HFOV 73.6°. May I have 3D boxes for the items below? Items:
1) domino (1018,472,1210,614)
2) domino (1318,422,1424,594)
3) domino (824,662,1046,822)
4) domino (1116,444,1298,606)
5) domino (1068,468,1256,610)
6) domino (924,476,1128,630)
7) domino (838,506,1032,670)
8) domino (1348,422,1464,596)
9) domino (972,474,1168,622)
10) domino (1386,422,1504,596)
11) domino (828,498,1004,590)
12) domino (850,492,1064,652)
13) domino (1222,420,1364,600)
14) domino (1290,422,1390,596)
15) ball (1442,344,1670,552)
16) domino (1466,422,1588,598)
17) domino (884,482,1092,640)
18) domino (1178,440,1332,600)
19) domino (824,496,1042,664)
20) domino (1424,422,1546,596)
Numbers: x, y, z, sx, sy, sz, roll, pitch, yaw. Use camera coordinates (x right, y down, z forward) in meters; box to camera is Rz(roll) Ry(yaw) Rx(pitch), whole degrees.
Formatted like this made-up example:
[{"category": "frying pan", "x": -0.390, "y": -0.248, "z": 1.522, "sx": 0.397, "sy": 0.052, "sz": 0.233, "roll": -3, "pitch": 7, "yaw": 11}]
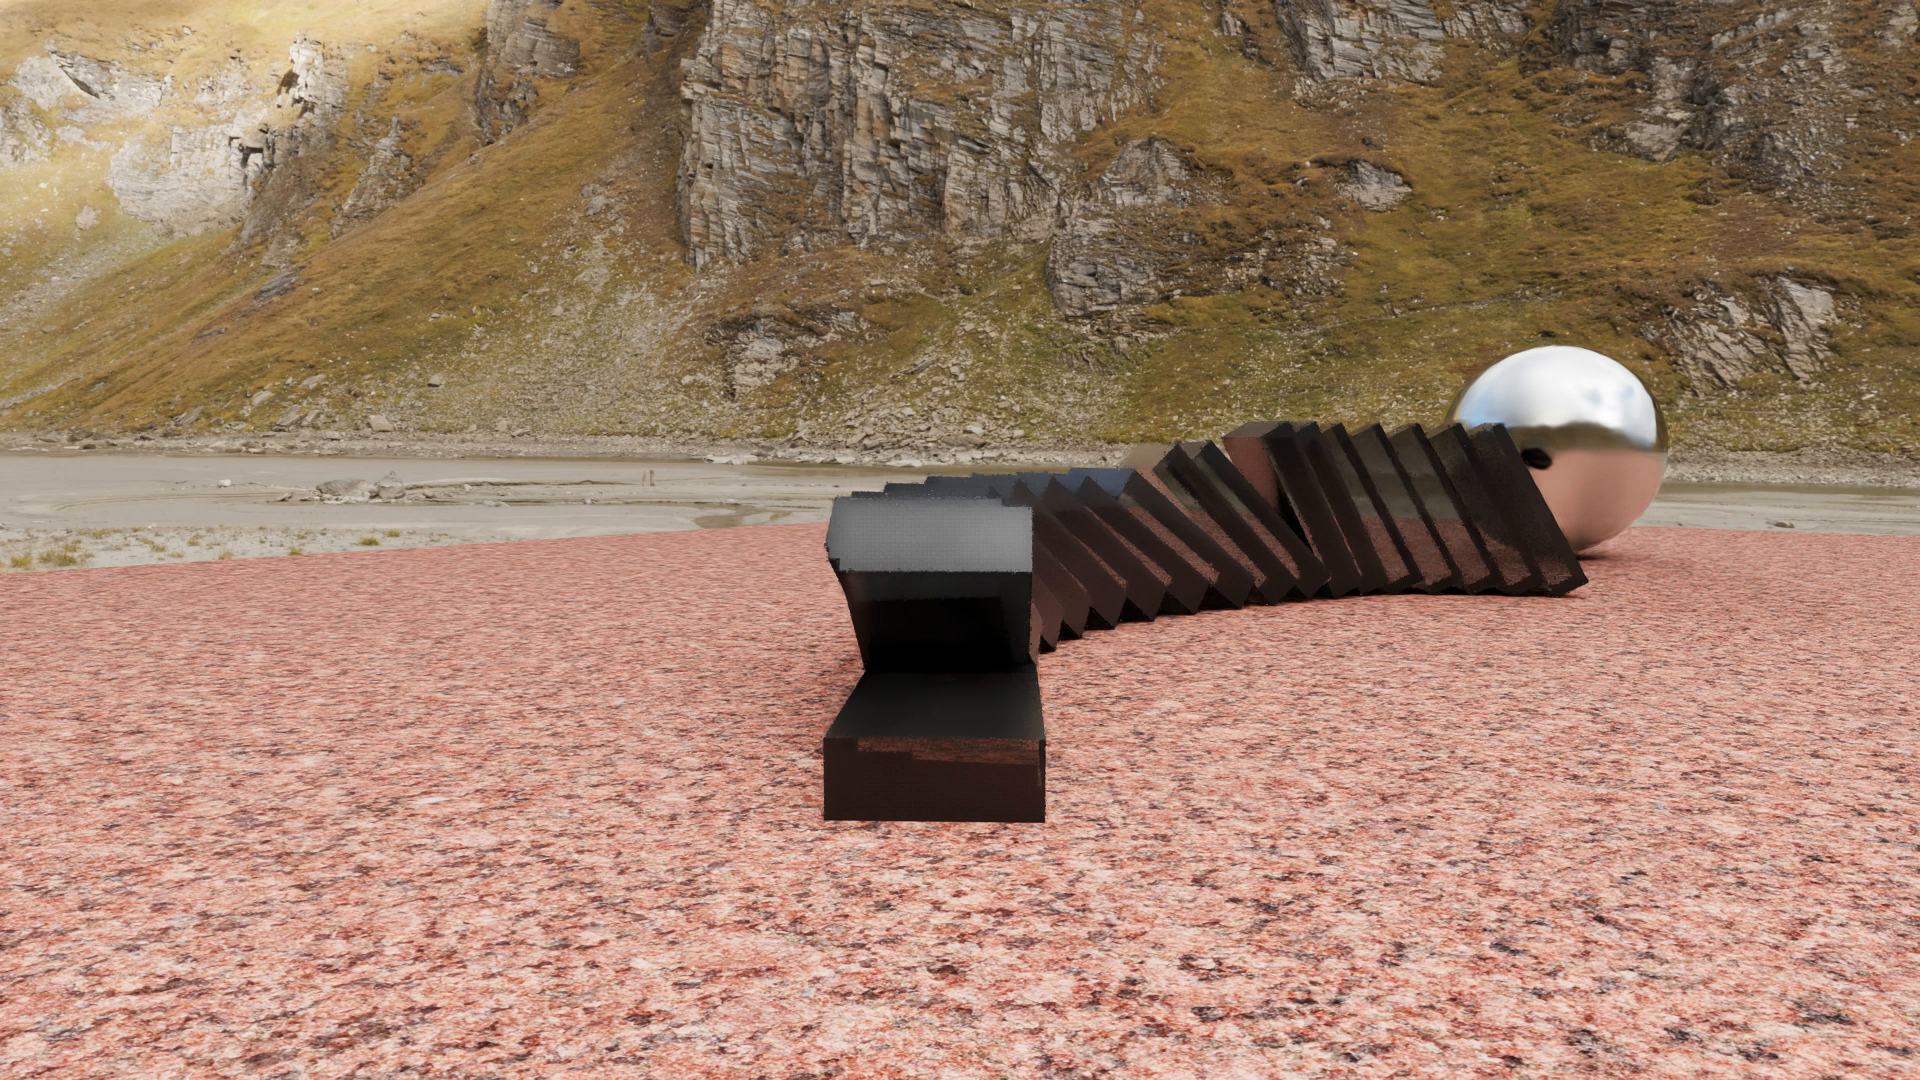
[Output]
[{"category": "domino", "x": 0.037, "y": 0.001, "z": 0.318, "sx": 0.050, "sy": 0.010, "sz": 0.025, "roll": 37, "pitch": -18, "yaw": -32}, {"category": "domino", "x": 0.116, "y": -0.010, "z": 0.373, "sx": 0.009, "sy": 0.050, "sz": 0.025, "roll": -28, "pitch": 1, "yaw": 6}, {"category": "domino", "x": -0.002, "y": 0.025, "z": 0.169, "sx": 0.025, "sy": 0.010, "sz": 0.050, "roll": 0, "pitch": 4, "yaw": 2}, {"category": "domino", "x": 0.066, "y": -0.005, "z": 0.344, "sx": 0.010, "sy": 0.050, "sz": 0.025, "roll": -45, "pitch": 13, "yaw": -7}, {"category": "domino", "x": 0.050, "y": 0.000, "z": 0.329, "sx": 0.050, "sy": 0.009, "sz": 0.025, "roll": 38, "pitch": -16, "yaw": -28}, {"category": "domino", "x": 0.014, "y": 0.003, "z": 0.287, "sx": 0.025, "sy": 0.009, "sz": 0.050, "roll": 4, "pitch": -28, "yaw": 40}, {"category": "domino", "x": -0.002, "y": 0.011, "z": 0.190, "sx": 0.025, "sy": 0.009, "sz": 0.050, "roll": 0, "pitch": -27, "yaw": 2}, {"category": "domino", "x": 0.128, "y": -0.010, "z": 0.373, "sx": 0.010, "sy": 0.050, "sz": 0.025, "roll": -28, "pitch": -1, "yaw": 11}, {"category": "domino", "x": 0.025, "y": 0.002, "z": 0.303, "sx": 0.025, "sy": 0.009, "sz": 0.050, "roll": 4, "pitch": -27, "yaw": 46}, {"category": "domino", "x": 0.138, "y": -0.010, "z": 0.372, "sx": 0.009, "sy": 0.050, "sz": 0.025, "roll": -28, "pitch": -1, "yaw": 11}, {"category": "domino", "x": -0.003, "y": 0.010, "z": 0.209, "sx": 0.025, "sy": 0.010, "sz": 0.050, "roll": -1, "pitch": -27, "yaw": 8}, {"category": "domino", "x": 0.000, "y": 0.007, "z": 0.251, "sx": 0.025, "sy": 0.010, "sz": 0.050, "roll": 2, "pitch": -26, "yaw": 27}, {"category": "domino", "x": 0.093, "y": -0.009, "z": 0.359, "sx": 0.009, "sy": 0.050, "sz": 0.025, "roll": -29, "pitch": 10, "yaw": -9}, {"category": "domino", "x": 0.102, "y": -0.009, "z": 0.367, "sx": 0.009, "sy": 0.050, "sz": 0.025, "roll": -29, "pitch": 9, "yaw": -7}, {"category": "ball", "x": 0.225, "y": -0.034, "z": 0.490, "sx": 0.080, "sy": 0.080, "sz": 0.080, "roll": 0, "pitch": 4, "yaw": 0}, {"category": "domino", "x": 0.159, "y": -0.009, "z": 0.366, "sx": 0.010, "sy": 0.050, "sz": 0.025, "roll": -28, "pitch": -1, "yaw": 11}, {"category": "domino", "x": 0.006, "y": 0.005, "z": 0.270, "sx": 0.025, "sy": 0.010, "sz": 0.050, "roll": 3, "pitch": -27, "yaw": 33}, {"category": "domino", "x": 0.077, "y": -0.006, "z": 0.352, "sx": 0.009, "sy": 0.050, "sz": 0.025, "roll": -45, "pitch": 10, "yaw": -7}, {"category": "domino", "x": -0.003, "y": 0.008, "z": 0.230, "sx": 0.025, "sy": 0.010, "sz": 0.050, "roll": 1, "pitch": -26, "yaw": 18}, {"category": "domino", "x": 0.149, "y": -0.009, "z": 0.369, "sx": 0.009, "sy": 0.050, "sz": 0.025, "roll": -28, "pitch": -1, "yaw": 11}]
